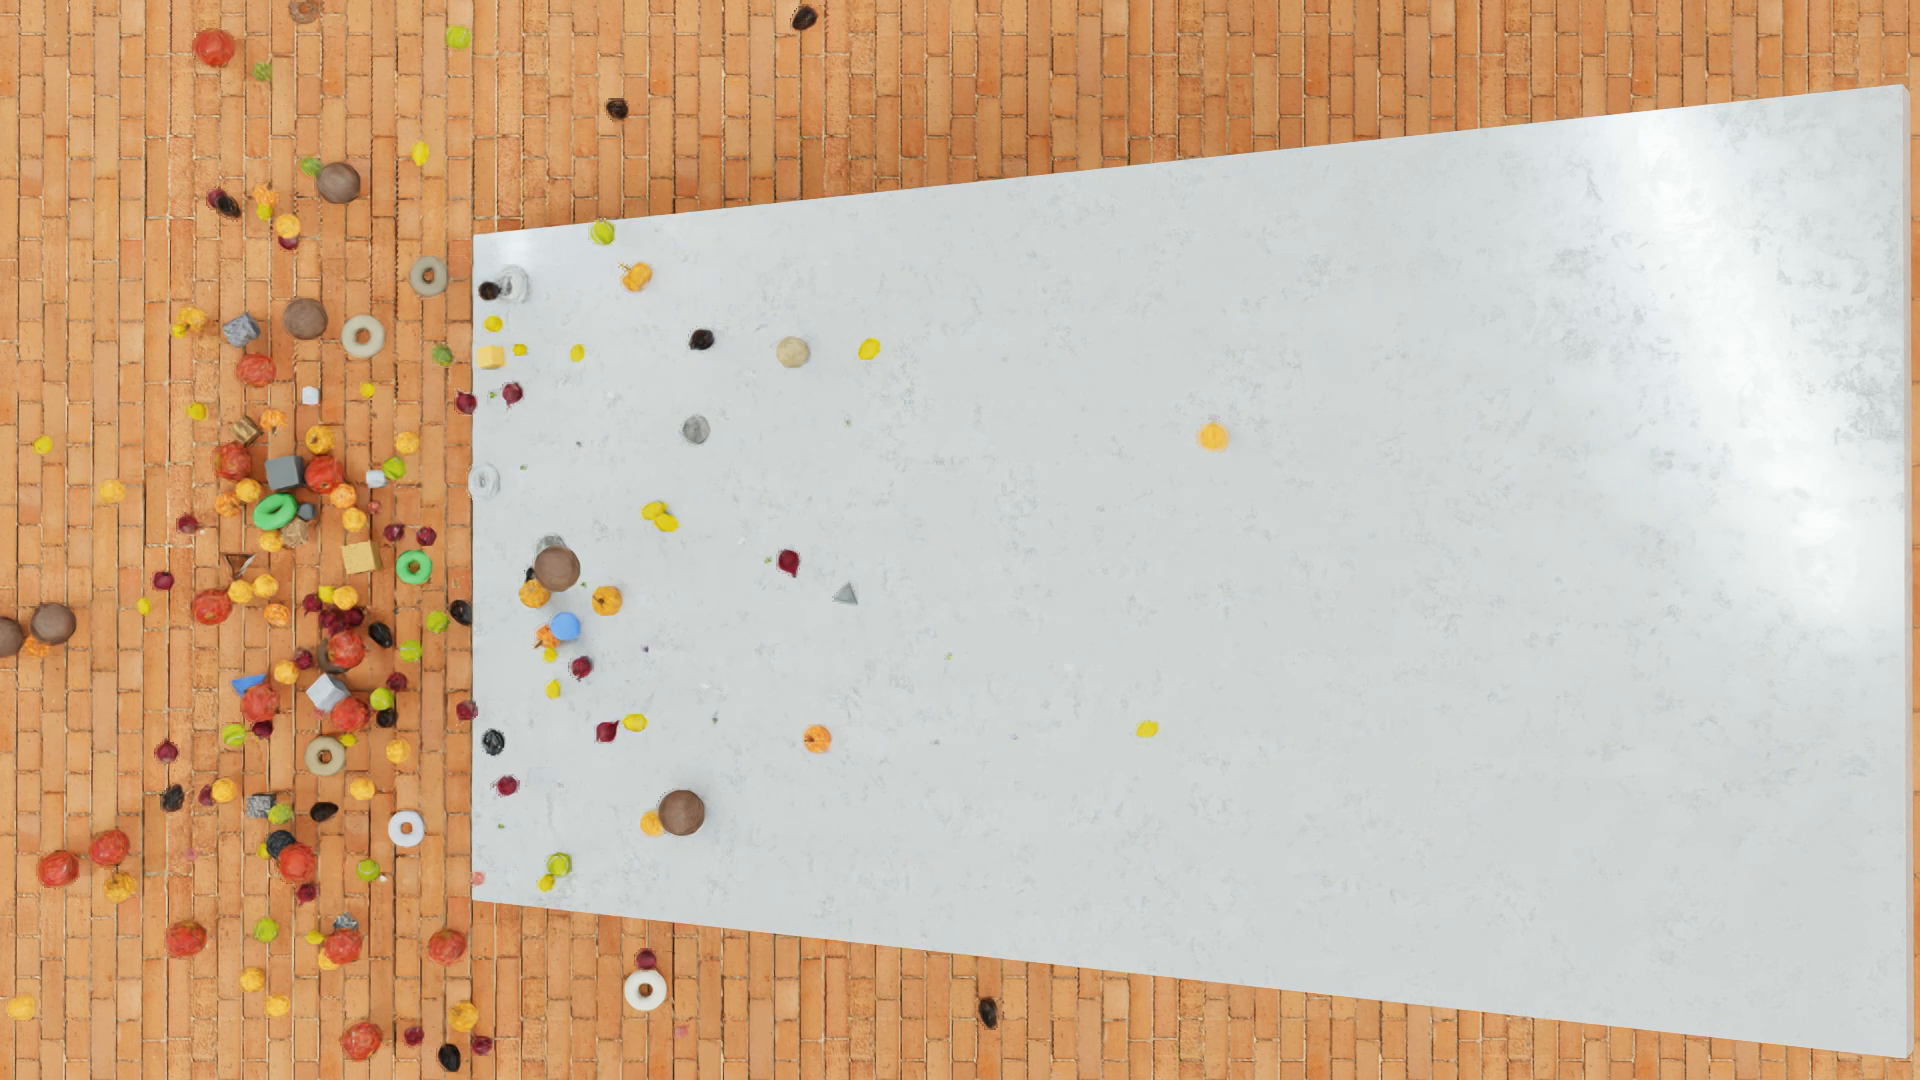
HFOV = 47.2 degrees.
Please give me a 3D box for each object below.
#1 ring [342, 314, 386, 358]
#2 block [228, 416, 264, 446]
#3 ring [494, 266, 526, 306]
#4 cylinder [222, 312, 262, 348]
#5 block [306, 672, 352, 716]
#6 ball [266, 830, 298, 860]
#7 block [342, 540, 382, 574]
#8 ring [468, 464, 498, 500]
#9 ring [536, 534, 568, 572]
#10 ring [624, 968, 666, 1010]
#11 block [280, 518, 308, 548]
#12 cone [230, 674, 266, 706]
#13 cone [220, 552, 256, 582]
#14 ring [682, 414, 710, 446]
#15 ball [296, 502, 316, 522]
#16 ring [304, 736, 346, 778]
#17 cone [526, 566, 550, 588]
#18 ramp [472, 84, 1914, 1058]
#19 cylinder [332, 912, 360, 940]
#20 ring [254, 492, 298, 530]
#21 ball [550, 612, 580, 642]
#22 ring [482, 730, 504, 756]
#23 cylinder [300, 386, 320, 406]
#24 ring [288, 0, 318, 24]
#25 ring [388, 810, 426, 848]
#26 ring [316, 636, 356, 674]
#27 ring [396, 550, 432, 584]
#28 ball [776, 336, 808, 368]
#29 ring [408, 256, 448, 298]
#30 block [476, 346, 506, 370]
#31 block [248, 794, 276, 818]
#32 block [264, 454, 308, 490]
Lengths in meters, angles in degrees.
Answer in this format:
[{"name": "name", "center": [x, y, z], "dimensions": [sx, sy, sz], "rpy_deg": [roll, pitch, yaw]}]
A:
[{"name": "ring", "center": [-1.814, -0.618, 6.684], "dimensions": [0.136, 0.045, 0.136], "rpy_deg": [0, 89, 1]}, {"name": "block", "center": [-2.166, -0.330, 6.672], "dimensions": [0.062, 0.062, 0.062], "rpy_deg": [-40, 90, 0]}, {"name": "ring", "center": [-1.330, -0.753, 6.513], "dimensions": [0.121, 0.040, 0.121], "rpy_deg": [2, 93, 37]}, {"name": "cylinder", "center": [-2.176, -0.635, 6.664], "dimensions": [0.081, 0.081, 0.081], "rpy_deg": [-31, 90, 6]}, {"name": "block", "center": [-1.904, 0.466, 6.639], "dimensions": [0.080, 0.080, 0.080], "rpy_deg": [-47, 51, 0]}, {"name": "ball", "center": [-2.047, 0.921, 6.635], "dimensions": [0.090, 0.090, 0.090], "rpy_deg": [0, 89, 0]}, {"name": "block", "center": [-1.810, 0.054, 6.656], "dimensions": [0.087, 0.087, 0.087], "rpy_deg": [-12, 89, 0]}, {"name": "ring", "center": [-1.424, -0.173, 6.570], "dimensions": [0.110, 0.037, 0.110], "rpy_deg": [0, 91, 31]}, {"name": "ring", "center": [-1.193, 0.038, 6.425], "dimensions": [0.109, 0.036, 0.109], "rpy_deg": [0, 90, 30]}, {"name": "ring", "center": [-0.954, 1.363, 6.667], "dimensions": [0.128, 0.043, 0.128], "rpy_deg": [0, 90, -1]}, {"name": "block", "center": [-2.015, -0.022, 6.658], "dimensions": [0.059, 0.059, 0.059], "rpy_deg": [-9, 61, 4]}, {"name": "cone", "center": [-2.143, 0.434, 6.674], "dimensions": [0.096, 0.096, 0.096], "rpy_deg": [-41, 90, -27]}, {"name": "cone", "center": [-2.177, 0.062, 6.678], "dimensions": [0.096, 0.096, 0.096], "rpy_deg": [-29, 89, -27]}, {"name": "ring", "center": [-0.738, -0.307, 6.152], "dimensions": [0.088, 0.029, 0.088], "rpy_deg": [0, 89, 31]}, {"name": "ball", "center": [-1.982, -0.086, 6.672], "dimensions": [0.058, 0.058, 0.058], "rpy_deg": [0, 89, 0]}, {"name": "ring", "center": [-1.926, 0.656, 6.673], "dimensions": [0.126, 0.042, 0.126], "rpy_deg": [0, 90, -1]}, {"name": "cone", "center": [-1.233, 0.114, 6.453], "dimensions": [0.067, 0.067, 0.067], "rpy_deg": [8, 89, 5]}, {"name": "ramp", "center": [0.263, 0.072, 5.606], "dimensions": [4.000, 0.100, 2.000], "rpy_deg": [0, 89, 32]}, {"name": "cylinder", "center": [-1.859, 1.167, 6.654], "dimensions": [0.061, 0.061, 0.061], "rpy_deg": [44, 90, 0]}, {"name": "ring", "center": [-2.068, -0.087, 6.643], "dimensions": [0.140, 0.140, 0.047], "rpy_deg": [-22, 134, 0]}, {"name": "ball", "center": [-1.141, 0.249, 6.362], "dimensions": [0.085, 0.085, 0.085], "rpy_deg": [0, 89, 0]}, {"name": "ring", "center": [-1.389, 0.604, 6.547], "dimensions": [0.076, 0.025, 0.076], "rpy_deg": [1, 92, 31]}, {"name": "cylinder", "center": [-1.973, -0.437, 6.678], "dimensions": [0.050, 0.050, 0.050], "rpy_deg": [5, 76, 0]}, {"name": "ring", "center": [-1.999, -1.616, 6.700], "dimensions": [0.092, 0.031, 0.092], "rpy_deg": [0, 90, -1]}, {"name": "ring", "center": [-1.678, 0.875, 6.672], "dimensions": [0.114, 0.038, 0.114], "rpy_deg": [0, 89, -6]}, {"name": "ring", "center": [-1.896, 0.350, 6.677], "dimensions": [0.119, 0.040, 0.119], "rpy_deg": [0, 90, 1]}, {"name": "ring", "center": [-1.659, 0.082, 6.681], "dimensions": [0.109, 0.036, 0.109], "rpy_deg": [0, 91, -1]}, {"name": "ball", "center": [-0.453, -0.507, 5.943], "dimensions": [0.088, 0.088, 0.088], "rpy_deg": [0, 89, 0]}, {"name": "ring", "center": [-1.613, -0.800, 6.677], "dimensions": [0.130, 0.043, 0.130], "rpy_deg": [-1, 84, 10]}, {"name": "block", "center": [-1.397, -0.543, 6.543], "dimensions": [0.058, 0.058, 0.058], "rpy_deg": [-12, 83, 31]}, {"name": "block", "center": [-2.114, 0.806, 6.659], "dimensions": [0.067, 0.067, 0.067], "rpy_deg": [0, 89, 0]}, {"name": "block", "center": [-2.040, -0.203, 6.657], "dimensions": [0.089, 0.089, 0.089], "rpy_deg": [-12, 89, 0]}]
